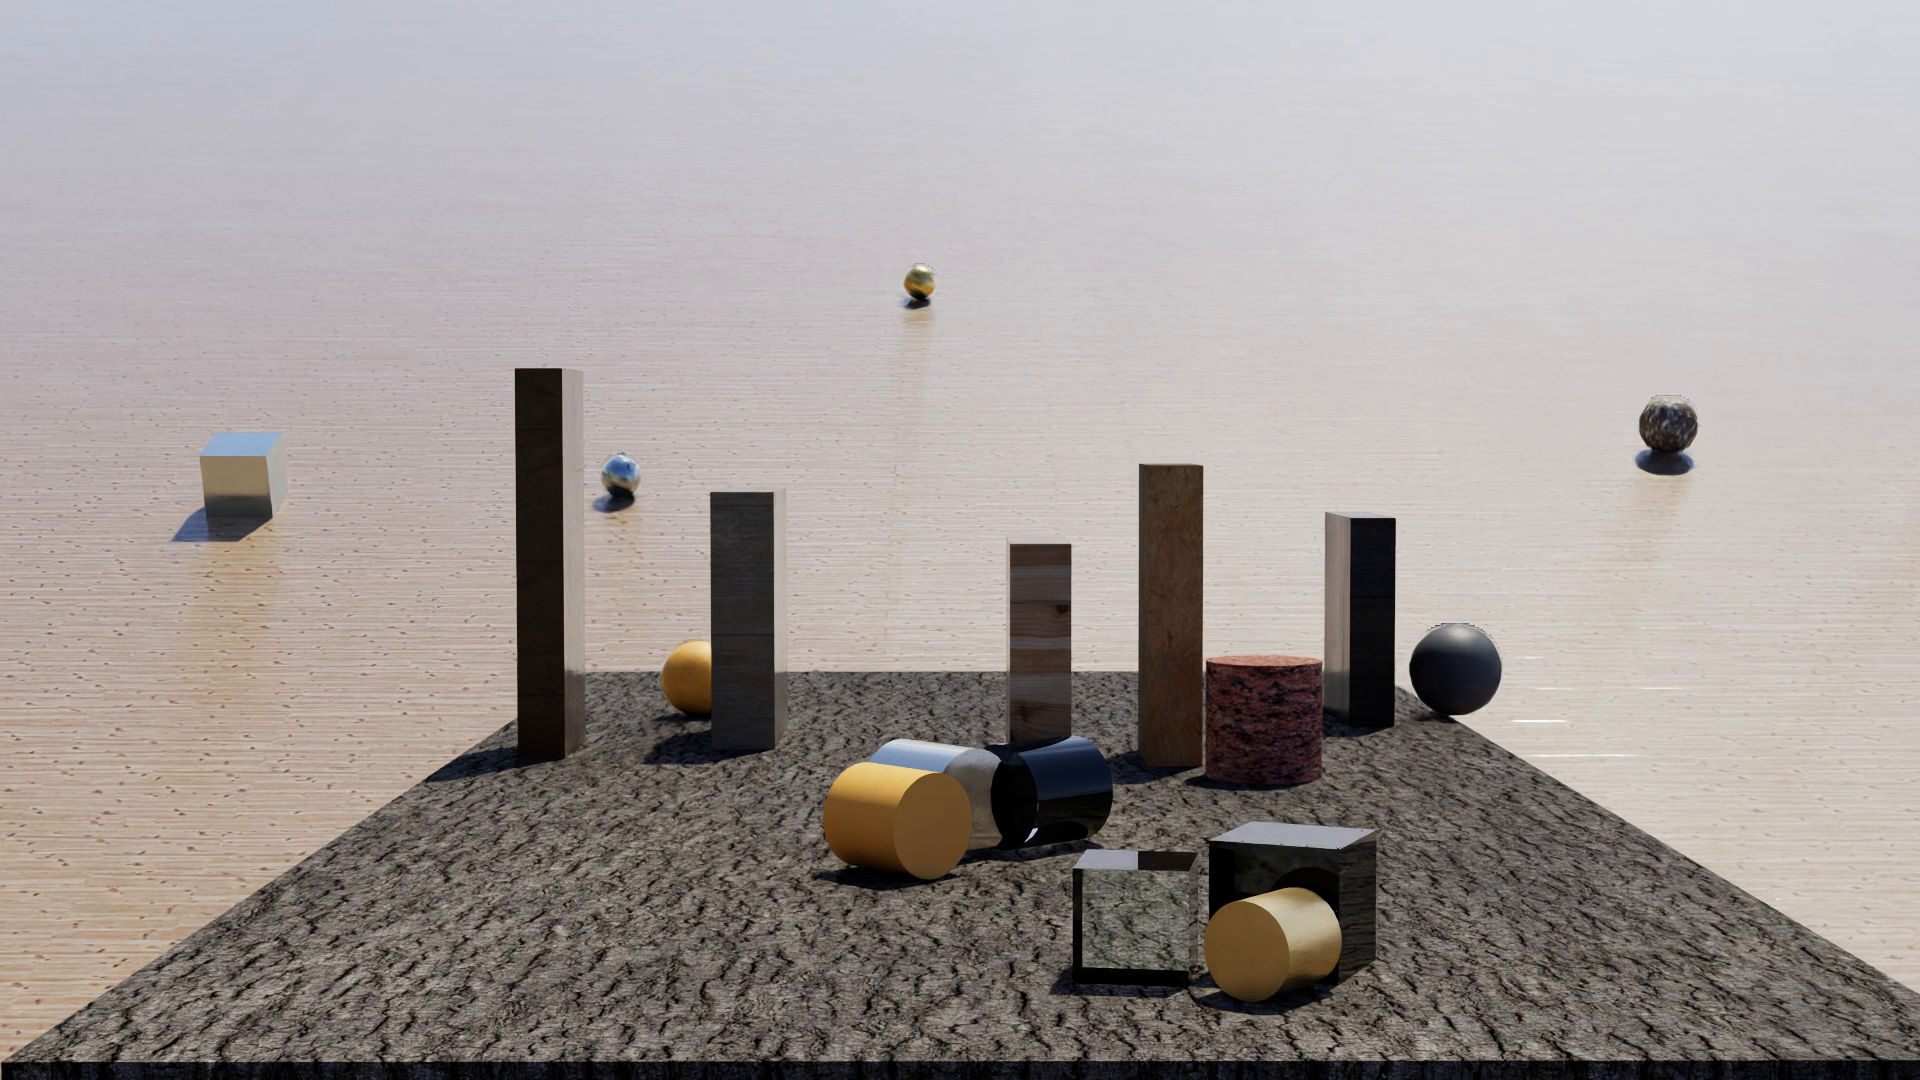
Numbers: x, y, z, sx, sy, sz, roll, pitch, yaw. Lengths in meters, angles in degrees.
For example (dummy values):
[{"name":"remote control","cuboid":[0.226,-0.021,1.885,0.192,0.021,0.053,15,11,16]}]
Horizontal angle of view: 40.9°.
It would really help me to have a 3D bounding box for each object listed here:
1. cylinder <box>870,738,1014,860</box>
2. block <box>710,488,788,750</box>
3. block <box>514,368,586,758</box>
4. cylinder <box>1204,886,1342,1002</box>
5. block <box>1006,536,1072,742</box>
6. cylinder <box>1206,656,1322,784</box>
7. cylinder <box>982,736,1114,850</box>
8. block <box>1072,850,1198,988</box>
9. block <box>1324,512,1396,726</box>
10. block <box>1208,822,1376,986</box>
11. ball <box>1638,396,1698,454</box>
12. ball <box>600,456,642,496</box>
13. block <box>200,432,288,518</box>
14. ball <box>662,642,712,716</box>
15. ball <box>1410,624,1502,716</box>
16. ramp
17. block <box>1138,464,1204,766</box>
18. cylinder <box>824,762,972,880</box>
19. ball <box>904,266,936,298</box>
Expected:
[{"name":"cylinder","cuboid":[-0.035,0.378,3.768,0.160,0.160,0.160,-21,16,-40]},{"name":"block","cuboid":[-0.419,0.147,5.144,0.122,0.497,0.385,0,3,0]},{"name":"block","cuboid":[-0.786,0.039,4.945,0.089,0.732,0.269,0,3,0]},{"name":"cylinder","cuboid":[0.345,0.445,2.836,0.110,0.110,0.110,18,13,37]},{"name":"block","cuboid":[0.123,0.221,4.089,0.094,0.445,0.294,0,3,0]},{"name":"cylinder","cuboid":[0.542,0.317,4.585,0.207,0.207,0.207,0,3,0]},{"name":"cylinder","cuboid":[0.117,0.376,3.838,0.157,0.157,0.157,-2,19,-43]},{"name":"block","cuboid":[0.202,0.430,2.939,0.130,0.130,0.130,0,3,10]},{"name":"block","cuboid":[0.854,0.162,5.514,0.094,0.433,0.366,0,3,0]},{"name":"block","cuboid":[0.386,0.417,2.974,0.153,0.153,0.153,1,3,25]},{"name":"ball","cuboid":[2.262,-0.367,8.215,0.184,0.184,0.184,0,23,0]},{"name":"ball","cuboid":[-1.038,-0.195,7.880,0.124,0.124,0.124,0,23,0]},{"name":"block","cuboid":[-2.165,-0.197,7.787,0.200,0.200,0.200,0,23,0]},{"name":"ball","cuboid":[-0.561,0.298,5.534,0.161,0.161,0.161,0,23,0]},{"name":"ball","cuboid":[1.069,0.281,5.548,0.196,0.196,0.196,0,23,0]},{"name":"ramp","cuboid":[0.052,0.473,4.536,2.000,0.100,4.000,0,3,0]},{"name":"block","cuboid":[0.394,0.134,4.827,0.101,0.551,0.243,0,3,0]},{"name":"cylinder","cuboid":[-0.087,0.392,3.599,0.148,0.148,0.148,-21,16,-40]},{"name":"ball","cuboid":[-0.153,-0.977,9.757,0.124,0.124,0.124,0,23,0]}]
